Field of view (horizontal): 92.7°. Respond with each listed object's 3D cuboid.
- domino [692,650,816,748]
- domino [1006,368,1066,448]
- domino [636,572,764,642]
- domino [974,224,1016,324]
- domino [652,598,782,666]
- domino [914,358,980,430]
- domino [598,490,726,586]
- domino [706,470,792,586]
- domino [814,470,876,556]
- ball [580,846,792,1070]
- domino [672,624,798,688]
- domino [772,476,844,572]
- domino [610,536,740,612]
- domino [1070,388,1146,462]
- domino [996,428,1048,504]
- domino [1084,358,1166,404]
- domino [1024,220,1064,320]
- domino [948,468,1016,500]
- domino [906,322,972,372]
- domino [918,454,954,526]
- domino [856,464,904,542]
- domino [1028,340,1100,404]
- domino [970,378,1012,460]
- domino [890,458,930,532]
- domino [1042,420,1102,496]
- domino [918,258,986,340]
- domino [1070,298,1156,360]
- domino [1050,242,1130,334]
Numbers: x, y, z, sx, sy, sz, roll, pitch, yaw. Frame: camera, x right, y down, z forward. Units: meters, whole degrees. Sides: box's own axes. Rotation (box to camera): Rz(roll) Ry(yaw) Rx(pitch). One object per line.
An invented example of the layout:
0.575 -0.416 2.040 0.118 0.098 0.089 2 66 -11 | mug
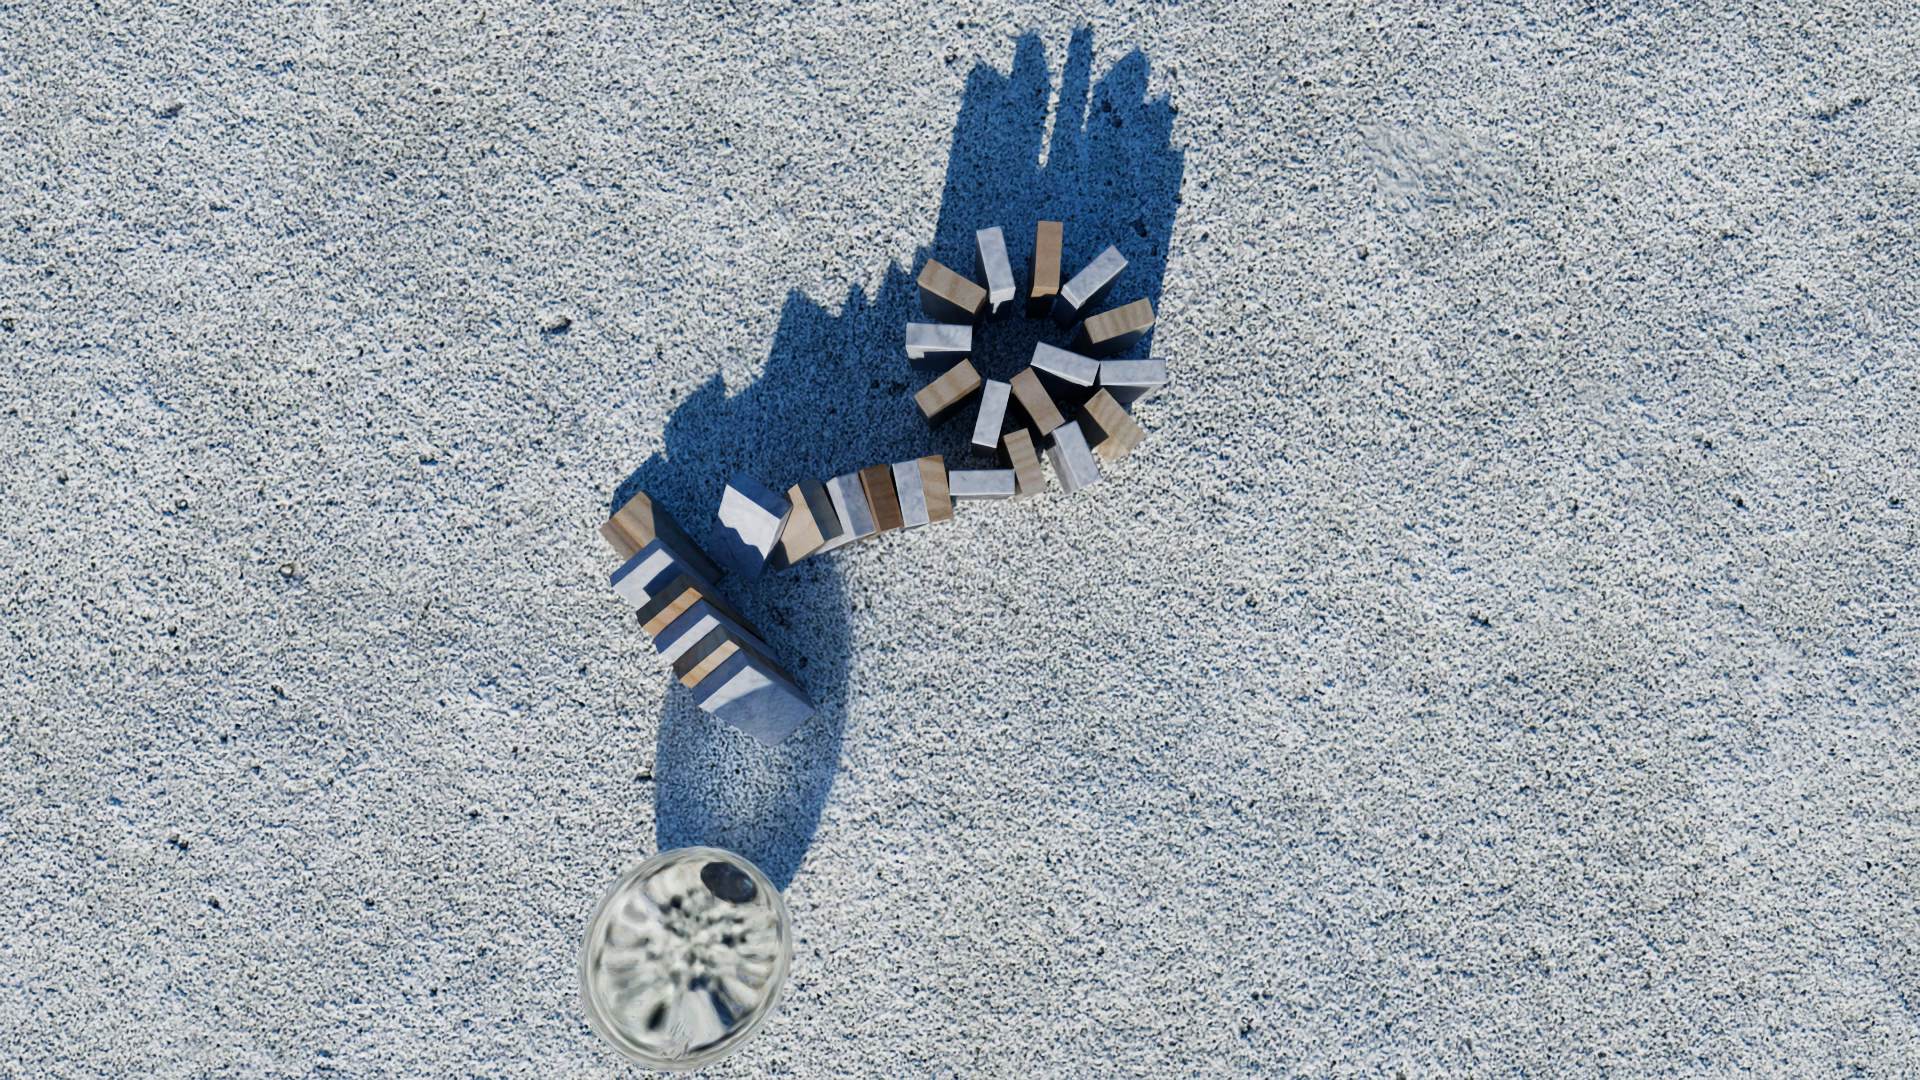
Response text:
-0.084 0.066 0.378 0.025 0.050 0.010 -40 49 0 | domino
0.030 -0.053 0.375 0.010 0.050 0.025 -33 90 0 | domino
-0.106 0.036 0.378 0.025 0.050 0.010 -40 49 0 | domino
0.014 -0.107 0.375 0.009 0.050 0.025 -13 90 0 | domino
-0.099 0.046 0.378 0.025 0.050 0.010 -40 49 0 | domino
-0.005 -0.058 0.375 0.025 0.050 0.009 -35 90 0 | domino
-0.128 0.006 0.395 0.025 0.010 0.050 -43 90 0 | domino
-0.087 -0.004 0.378 0.025 0.050 0.010 34 49 0 | domino
-0.051 -0.010 0.376 0.010 0.050 0.025 -18 90 -28 | domino
-0.106 0.162 0.360 0.080 0.080 0.080 0 90 0 | ball
-0.092 0.056 0.378 0.025 0.050 0.010 -40 49 0 | domino
-0.067 -0.005 0.377 0.009 0.050 0.025 -25 89 -37 | domino
-0.117 0.024 0.381 0.025 0.009 0.050 -39 128 0 | domino
0.060 -0.046 0.375 0.010 0.050 0.025 -42 90 0 | domino
0.025 -0.029 0.375 0.009 0.050 0.025 -19 90 -1 | domino
0.066 -0.064 0.375 0.025 0.050 0.009 -1 90 0 | domino
0.034 -0.109 0.375 0.009 0.050 0.025 4 90 0 | domino
0.008 -0.022 0.375 0.025 0.050 0.009 -1 90 -1 | domino
-0.008 -0.078 0.375 0.025 0.050 0.009 4 90 0 | domino
-0.010 -0.020 0.375 0.010 0.050 0.025 -11 90 -1 | domino
-0.037 -0.014 0.375 0.010 0.050 0.025 -16 90 -18 | domino
0.040 -0.068 0.375 0.025 0.050 0.009 19 90 0 | domino
0.012 -0.049 0.375 0.010 0.050 0.025 14 90 0 | domino
-0.021 -0.017 0.375 0.010 0.050 0.025 -11 90 -6 | domino
0.045 -0.033 0.375 0.010 0.050 0.025 -24 90 0 | domino
-0.003 -0.097 0.375 0.025 0.050 0.009 30 90 0 | domino
0.062 -0.084 0.375 0.025 0.050 0.010 -19 90 0 | domino
0.052 -0.102 0.375 0.025 0.050 0.009 -41 90 0 | domino
